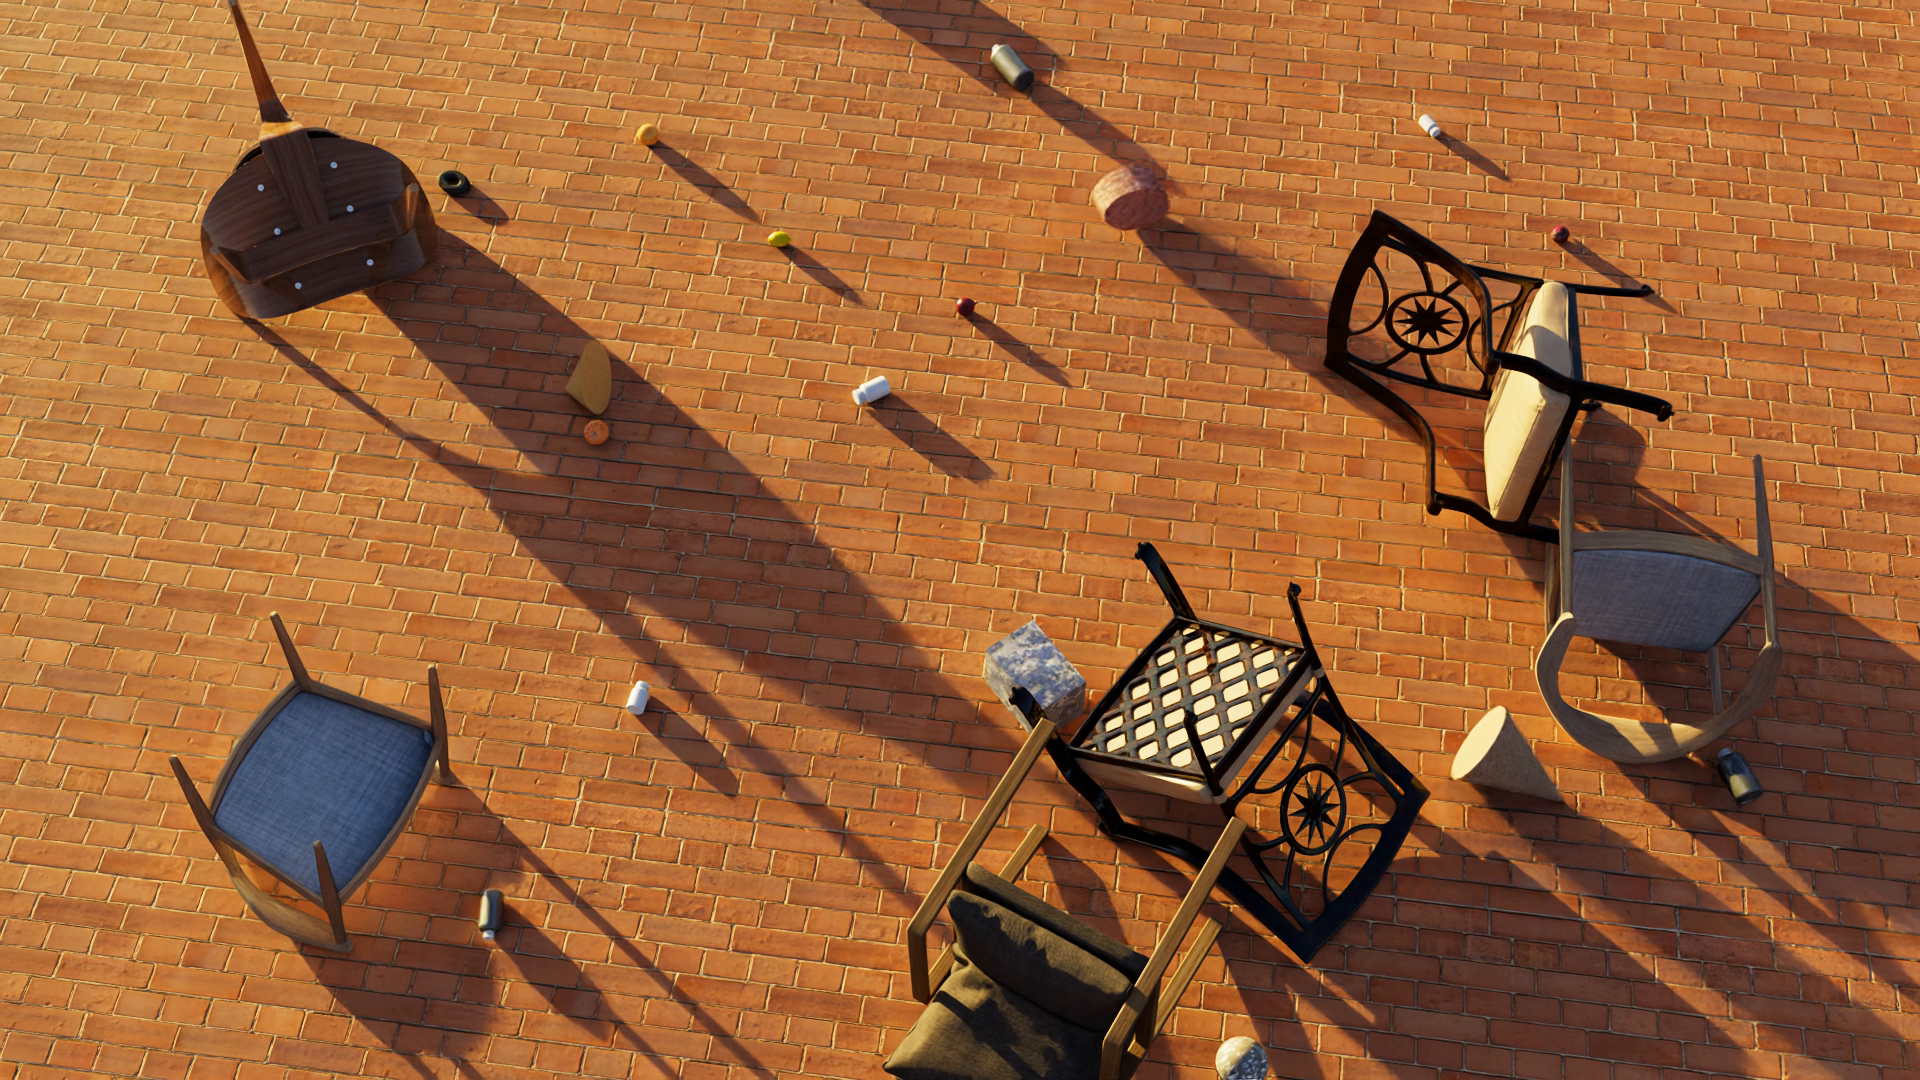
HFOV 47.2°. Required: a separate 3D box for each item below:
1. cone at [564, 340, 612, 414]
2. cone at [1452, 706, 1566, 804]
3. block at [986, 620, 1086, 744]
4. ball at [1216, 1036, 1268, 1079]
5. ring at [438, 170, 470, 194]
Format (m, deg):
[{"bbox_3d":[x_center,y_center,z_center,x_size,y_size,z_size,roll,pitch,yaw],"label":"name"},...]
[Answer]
[{"bbox_3d":[-1.186,-0.489,6.863,0.126,0.151,0.273,-19,52,25],"label":"cone"},{"bbox_3d":[1.553,0.644,6.077,0.299,0.228,0.240,35,86,-3],"label":"cone"},{"bbox_3d":[0.211,0.399,6.196,0.163,0.183,0.247,-31,61,-19],"label":"block"},{"bbox_3d":[0.717,1.332,5.599,0.134,0.134,0.134,0,56,0],"label":"ball"},{"bbox_3d":[-1.695,-1.197,7.360,0.122,0.029,0.089,33,63,19],"label":"ring"}]
